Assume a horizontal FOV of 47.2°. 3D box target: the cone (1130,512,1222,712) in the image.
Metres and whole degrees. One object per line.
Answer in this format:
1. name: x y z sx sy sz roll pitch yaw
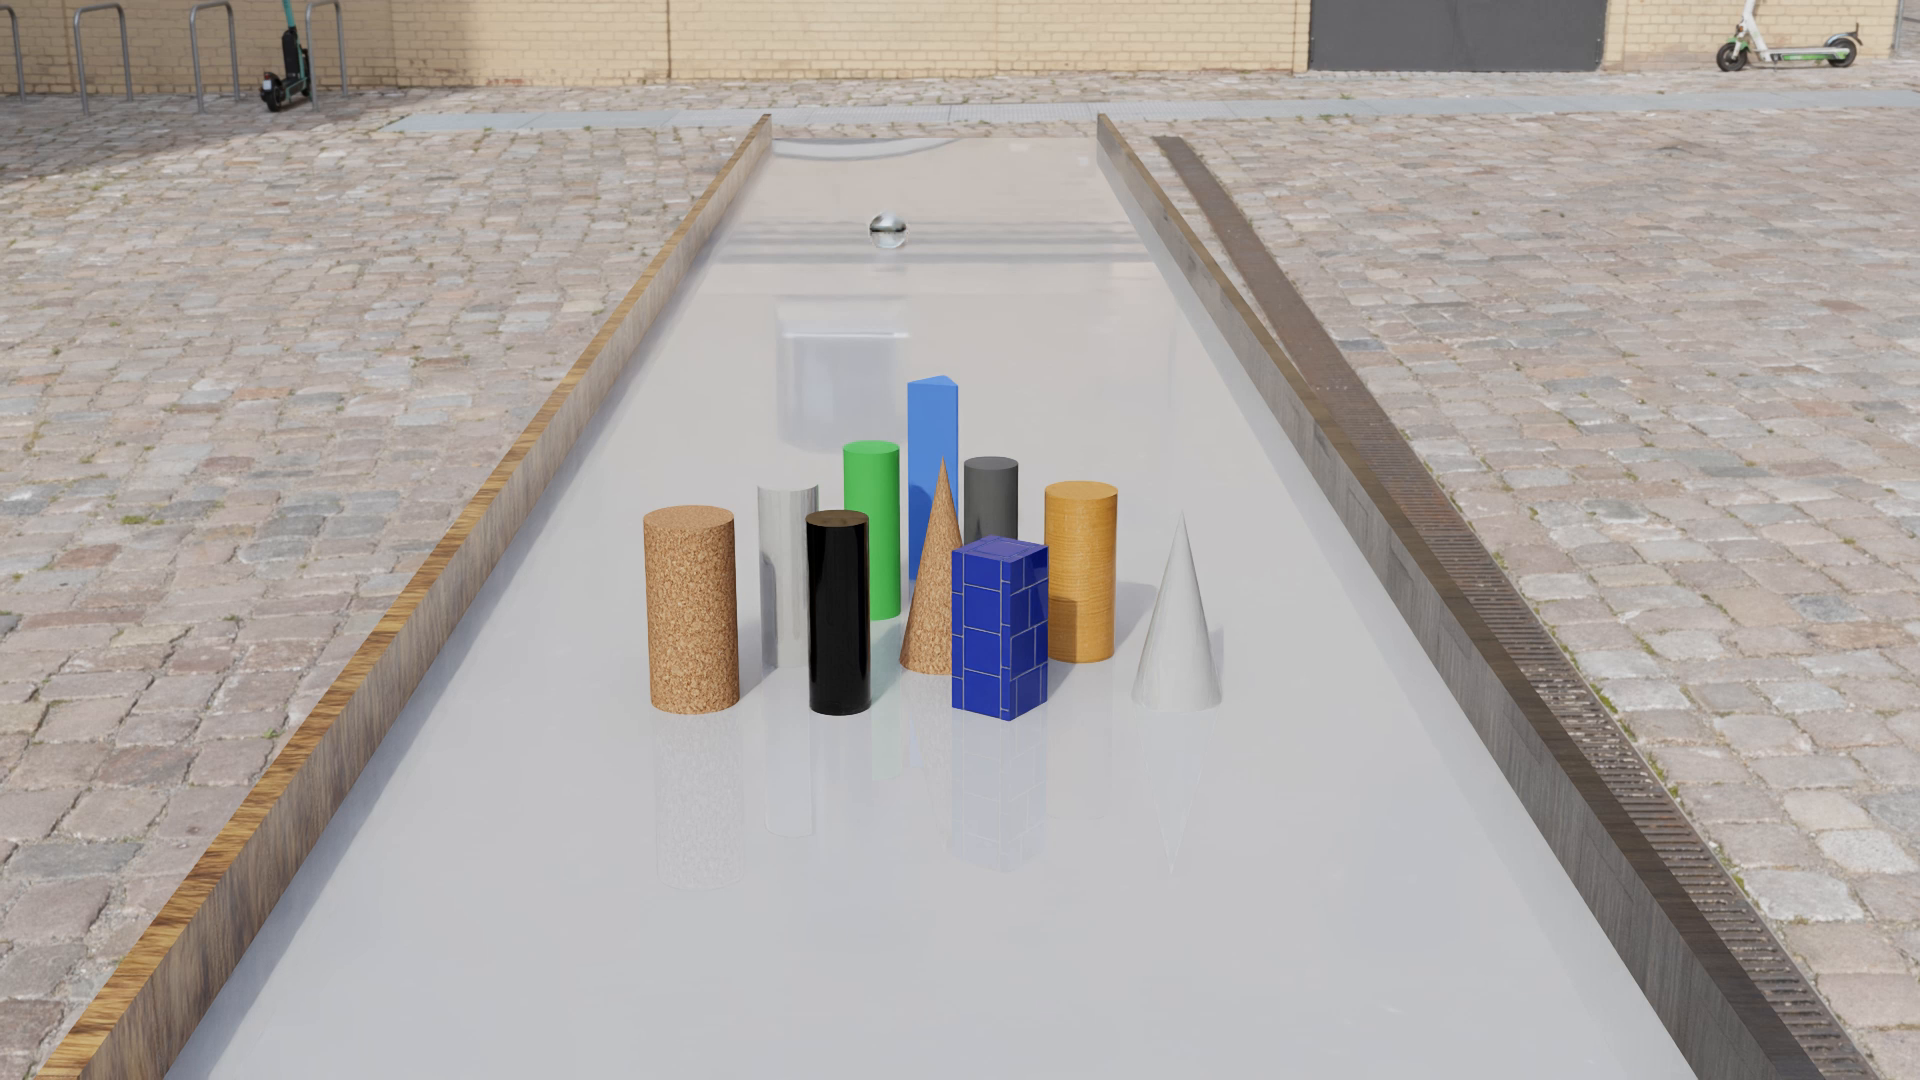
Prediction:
1. cone: 0.415 0.120 4.166 0.177 0.375 0.177 0 17 0

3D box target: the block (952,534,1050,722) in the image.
1. block: 0.075 0.164 4.134 0.131 0.309 0.131 11 20 33

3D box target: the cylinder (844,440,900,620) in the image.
1. cylinder: -0.186 -0.020 4.657 0.118 0.363 0.118 0 17 0

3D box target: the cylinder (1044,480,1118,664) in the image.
1. cylinder: 0.241 0.063 4.418 0.146 0.340 0.146 0 17 0

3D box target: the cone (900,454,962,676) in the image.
1. cone: -0.033 0.037 4.356 0.178 0.425 0.178 0 17 0

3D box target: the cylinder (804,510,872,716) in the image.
1. cylinder: -0.228 0.136 4.123 0.118 0.369 0.118 0 17 0

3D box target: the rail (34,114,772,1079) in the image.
1. rail: -1.118 -0.838 7.780 0.050 0.150 12.000 0 17 -1

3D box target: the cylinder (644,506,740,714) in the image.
1. cylinder: -0.506 0.131 4.154 0.169 0.361 0.169 0 17 0

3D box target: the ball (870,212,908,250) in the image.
1. ball: -0.306 -1.324 9.397 0.161 0.161 0.161 0 17 0

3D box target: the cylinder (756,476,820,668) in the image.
1. cylinder: -0.339 0.063 4.377 0.122 0.364 0.122 0 17 0

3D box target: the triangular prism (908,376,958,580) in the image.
1. triangular prism: -0.047 -0.137 4.898 0.113 0.450 0.098 4 17 15

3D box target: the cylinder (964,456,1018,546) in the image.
1. cylinder: 0.065 0.002 4.628 0.114 0.338 0.114 0 17 0

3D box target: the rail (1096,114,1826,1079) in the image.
1. rail: 0.932 -0.844 7.801 0.050 0.150 12.000 0 17 -1
